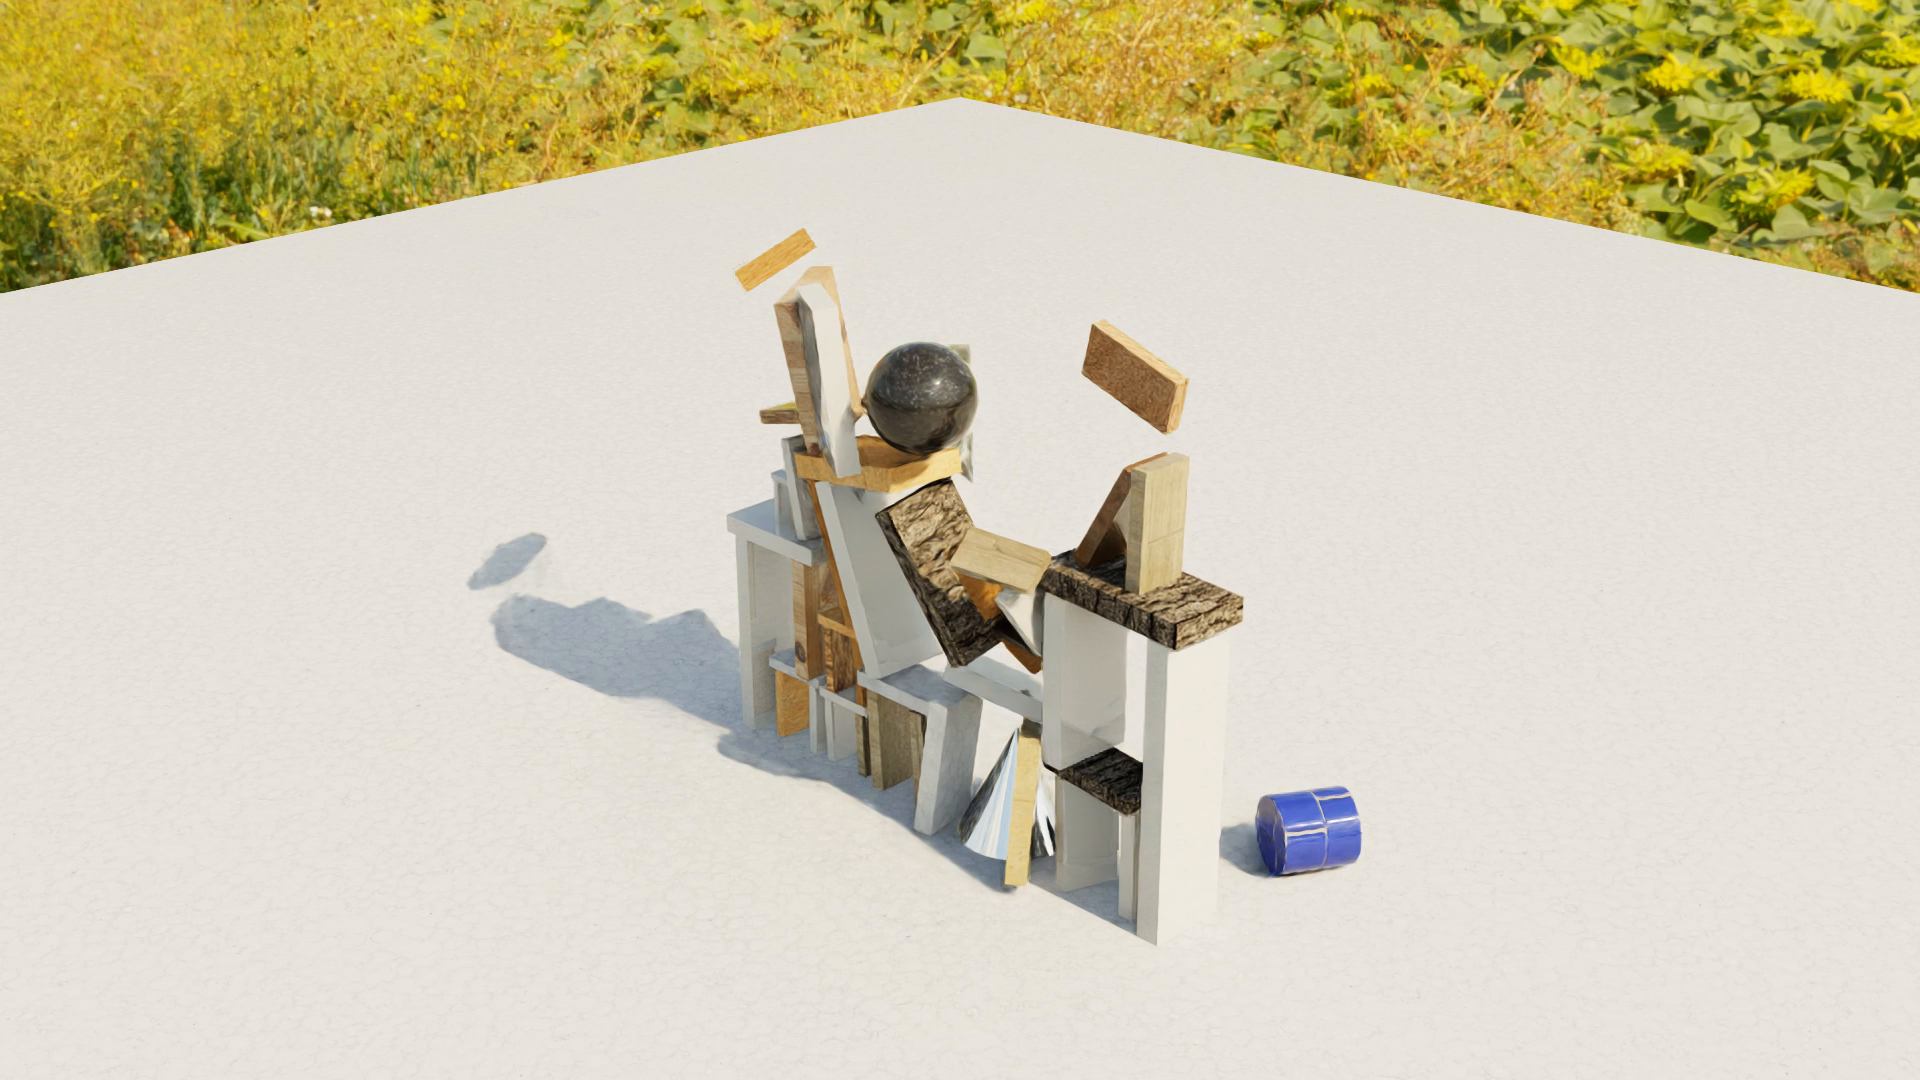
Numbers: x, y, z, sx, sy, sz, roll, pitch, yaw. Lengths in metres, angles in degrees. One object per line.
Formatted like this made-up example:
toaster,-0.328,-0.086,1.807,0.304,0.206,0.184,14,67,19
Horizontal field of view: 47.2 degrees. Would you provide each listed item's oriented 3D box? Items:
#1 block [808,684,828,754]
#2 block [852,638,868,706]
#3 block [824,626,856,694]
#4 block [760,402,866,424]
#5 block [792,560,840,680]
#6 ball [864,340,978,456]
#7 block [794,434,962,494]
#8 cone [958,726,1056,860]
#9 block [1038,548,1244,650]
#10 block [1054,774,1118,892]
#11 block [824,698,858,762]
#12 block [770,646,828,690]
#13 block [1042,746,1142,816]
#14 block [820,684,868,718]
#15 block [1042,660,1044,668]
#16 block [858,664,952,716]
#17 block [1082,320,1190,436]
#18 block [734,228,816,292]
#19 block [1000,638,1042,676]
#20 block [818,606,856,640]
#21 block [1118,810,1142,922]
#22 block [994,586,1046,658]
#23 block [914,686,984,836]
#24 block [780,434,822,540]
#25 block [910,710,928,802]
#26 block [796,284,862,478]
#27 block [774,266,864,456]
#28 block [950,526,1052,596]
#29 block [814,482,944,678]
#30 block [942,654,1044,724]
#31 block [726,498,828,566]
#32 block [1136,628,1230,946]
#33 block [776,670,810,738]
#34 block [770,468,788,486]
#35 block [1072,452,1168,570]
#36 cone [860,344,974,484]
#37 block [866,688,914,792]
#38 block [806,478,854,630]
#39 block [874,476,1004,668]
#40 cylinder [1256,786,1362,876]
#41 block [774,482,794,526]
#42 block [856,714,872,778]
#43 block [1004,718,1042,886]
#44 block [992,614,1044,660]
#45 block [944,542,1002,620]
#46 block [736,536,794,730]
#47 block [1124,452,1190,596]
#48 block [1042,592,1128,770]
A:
block,-0.284,0.369,4.687,0.022,0.158,0.079,22,31,40
block,-0.182,0.262,4.531,0.074,0.148,0.021,-21,27,-40
block,-0.246,0.239,4.587,0.021,0.148,0.074,17,28,42
block,-0.308,-0.267,4.588,0.210,0.030,0.105,2,15,43
block,-0.285,0.147,4.603,0.135,0.269,0.038,-22,31,-40
ball,-0.071,-0.263,4.080,0.212,0.212,0.212,0,23,0
block,-0.164,-0.152,4.329,0.167,0.047,0.335,-18,17,-33
cone,0.112,0.471,4.350,0.235,0.235,0.235,0,23,0
block,0.318,0.092,3.918,0.171,0.049,0.343,-20,31,-38
block,0.241,0.546,4.175,0.116,0.232,0.033,-10,21,-21
block,-0.250,0.390,4.656,0.072,0.143,0.020,-21,28,-41
block,-0.325,0.271,4.688,0.158,0.022,0.079,21,30,40
block,0.274,0.434,4.094,0.116,0.033,0.232,-17,29,-35
block,-0.218,0.327,4.595,0.143,0.020,0.072,21,31,40
block,0.206,0.249,4.158,0.021,0.146,0.073,25,68,37
block,-0.091,0.295,4.450,0.222,0.031,0.111,21,30,40
block,0.328,-0.306,4.130,0.033,0.115,0.230,-23,49,-35
block,-0.382,-0.581,4.552,0.166,0.047,0.332,-33,9,0
block,0.139,0.205,4.234,0.073,0.146,0.021,-35,55,5
block,-0.216,0.172,4.527,0.148,0.021,0.074,21,30,40
block,0.348,0.582,4.091,0.033,0.232,0.116,21,31,41
block,0.132,0.131,4.020,0.024,0.169,0.085,23,67,44
block,-0.021,0.429,4.368,0.041,0.289,0.144,20,27,26
block,-0.298,-0.114,4.506,0.105,0.210,0.030,-16,13,-33
block,-0.047,0.432,4.455,0.031,0.222,0.111,13,26,39
block,-0.249,-0.302,4.165,0.047,0.332,0.166,-12,24,-11
block,-0.276,-0.353,4.332,0.047,0.332,0.166,5,35,24
block,0.073,0.038,3.966,0.169,0.024,0.085,18,67,31
block,-0.163,0.059,4.457,0.167,0.411,0.047,-20,7,-40
block,0.125,0.300,4.277,0.289,0.041,0.144,22,12,26
block,-0.350,-0.018,4.600,0.269,0.038,0.135,21,31,40
block,0.402,0.431,3.966,0.171,0.608,0.049,-21,31,-41
block,-0.359,0.340,4.756,0.079,0.158,0.022,-21,31,-41
block,-0.345,-0.127,4.551,0.046,0.013,0.093,-21,31,-39
block,0.293,-0.052,3.911,0.115,0.230,0.033,-21,60,-42
cone,-0.032,-0.219,4.382,0.250,0.250,0.250,-27,-10,-5
block,-0.136,0.395,4.542,0.031,0.222,0.111,16,27,42
block,-0.227,-0.007,4.485,0.105,0.366,0.030,-16,1,-33
block,-0.018,0.060,4.263,0.167,0.335,0.047,-32,9,-35
cylinder,0.672,0.560,4.245,0.154,0.154,0.154,-6,24,-13
block,-0.365,-0.082,4.582,0.013,0.093,0.046,20,30,41
block,-0.182,0.417,4.594,0.072,0.143,0.020,-21,28,-41
block,0.124,0.496,4.188,0.041,0.289,0.144,6,11,4
block,0.139,0.172,4.124,0.146,0.021,0.073,27,71,35
block,0.046,0.067,4.087,0.085,0.169,0.024,-29,35,3
block,-0.413,0.183,4.753,0.038,0.450,0.135,21,31,41
block,0.345,-0.029,3.847,0.115,0.230,0.033,-21,32,-41
block,0.233,0.239,4.069,0.171,0.343,0.049,-19,29,-38
